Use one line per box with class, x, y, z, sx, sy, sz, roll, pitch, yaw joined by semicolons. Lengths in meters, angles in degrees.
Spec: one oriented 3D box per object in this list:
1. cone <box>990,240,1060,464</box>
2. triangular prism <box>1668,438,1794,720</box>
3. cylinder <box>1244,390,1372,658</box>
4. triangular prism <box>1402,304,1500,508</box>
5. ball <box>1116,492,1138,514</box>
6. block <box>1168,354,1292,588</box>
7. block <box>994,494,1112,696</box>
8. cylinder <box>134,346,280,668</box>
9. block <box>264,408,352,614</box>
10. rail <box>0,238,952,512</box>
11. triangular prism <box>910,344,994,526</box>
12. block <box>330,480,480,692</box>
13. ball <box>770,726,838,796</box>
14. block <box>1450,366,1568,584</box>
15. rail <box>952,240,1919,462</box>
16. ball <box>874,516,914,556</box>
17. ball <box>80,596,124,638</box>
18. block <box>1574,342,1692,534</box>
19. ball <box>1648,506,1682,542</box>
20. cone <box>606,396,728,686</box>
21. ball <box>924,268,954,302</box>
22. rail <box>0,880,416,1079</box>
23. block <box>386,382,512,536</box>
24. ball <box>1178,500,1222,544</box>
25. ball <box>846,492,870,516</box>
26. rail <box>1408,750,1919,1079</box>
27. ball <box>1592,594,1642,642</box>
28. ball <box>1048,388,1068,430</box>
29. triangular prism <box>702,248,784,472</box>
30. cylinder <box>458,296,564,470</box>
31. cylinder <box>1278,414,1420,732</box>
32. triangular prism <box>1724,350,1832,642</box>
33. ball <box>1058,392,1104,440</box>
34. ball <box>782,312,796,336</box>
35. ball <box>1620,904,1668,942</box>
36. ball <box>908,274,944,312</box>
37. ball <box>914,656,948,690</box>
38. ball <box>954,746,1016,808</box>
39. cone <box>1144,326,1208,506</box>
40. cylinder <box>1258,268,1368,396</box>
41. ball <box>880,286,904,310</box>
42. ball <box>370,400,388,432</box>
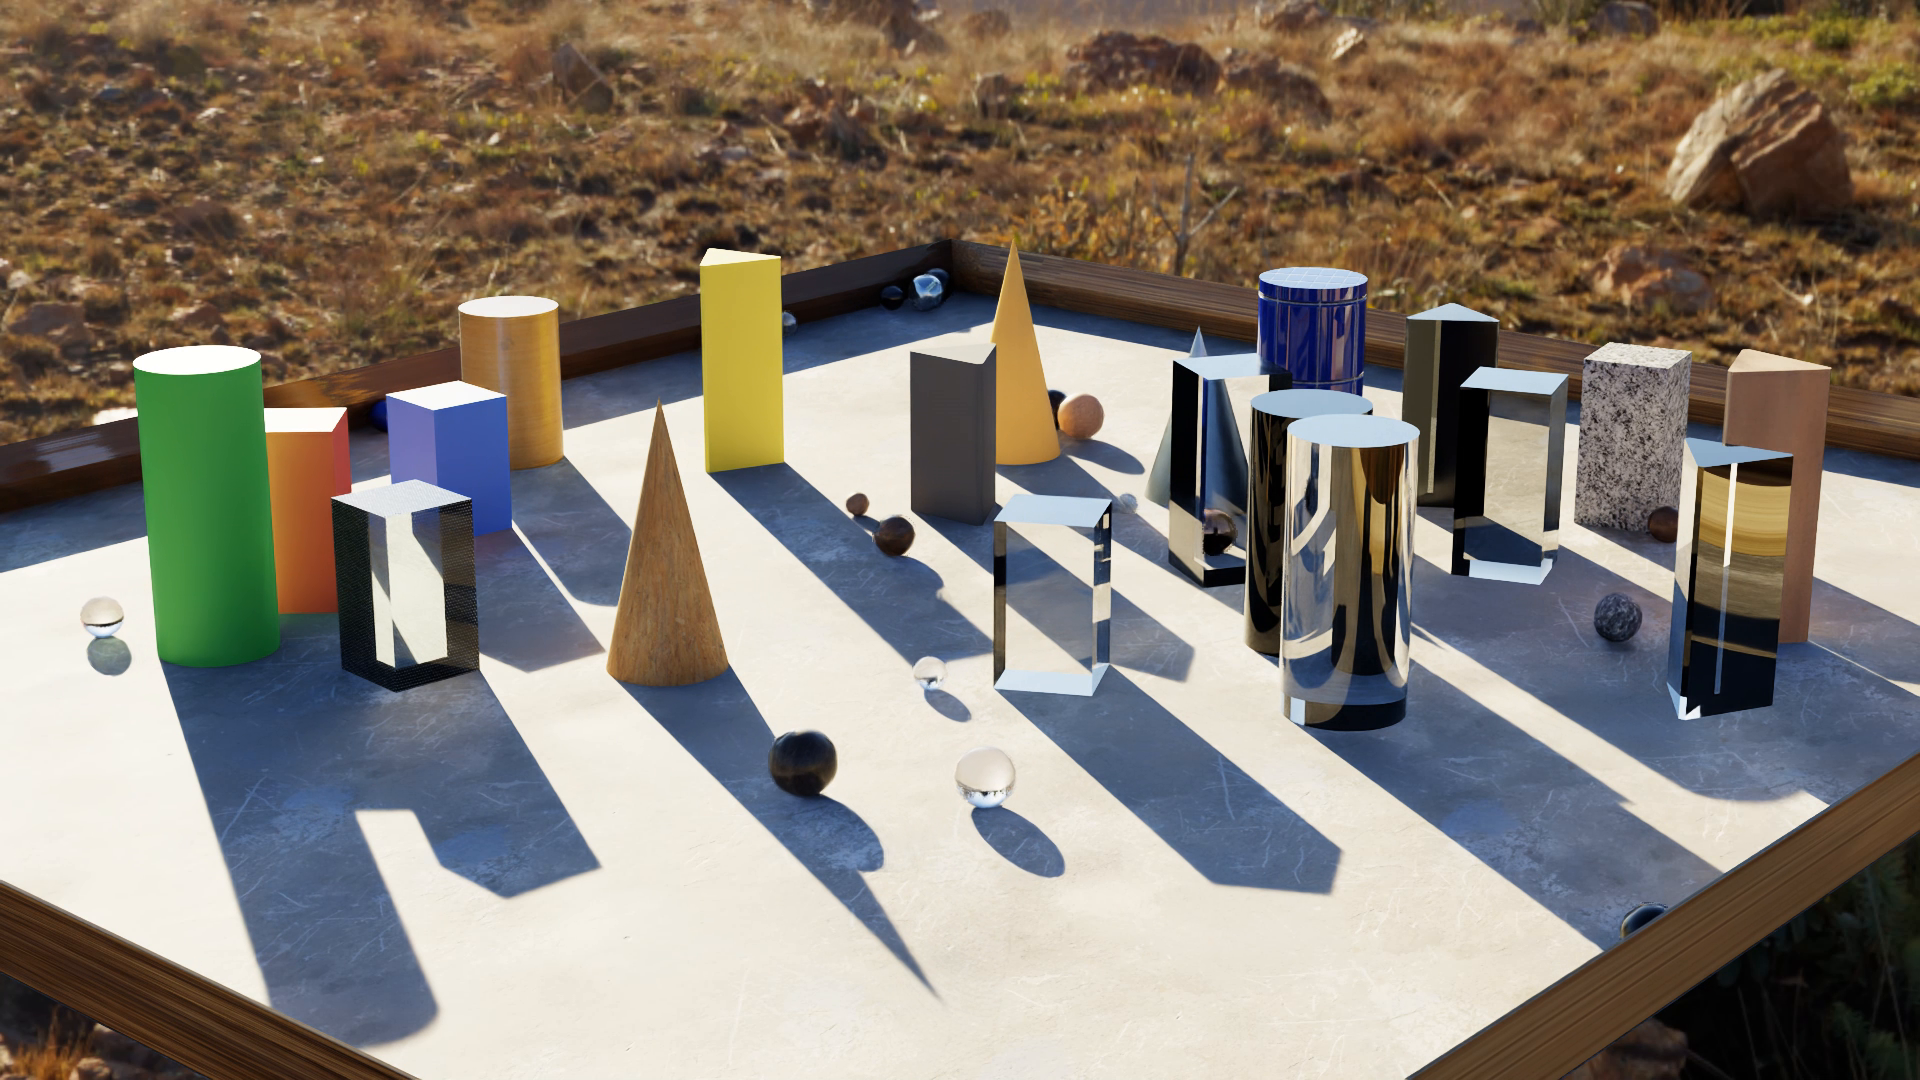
cone;0.109;-0.399;5.994;0.200;0.454;0.200;0;17;0
triangular prism;1.166;0.054;4.575;0.173;0.405;0.150;-7;18;-22
cylinder;0.573;-0.027;4.838;0.200;0.408;0.200;0;17;0
triangular prism;0.947;-0.262;5.686;0.173;0.370;0.150;2;17;8
ball;0.321;-0.071;5.622;0.040;0.040;0.040;0;17;0
block;0.479;-0.125;5.216;0.160;0.378;0.160;-6;18;-18
block;0.148;0.086;4.689;0.160;0.278;0.160;4;17;12
cylinder;-1.229;-0.056;4.793;0.200;0.490;0.200;0;17;0
block;-1.143;-0.052;5.068;0.160;0.322;0.160;-1;17;-2
rail;-1.284;-0.289;6.187;0.045;0.130;3.903;14;22;39
triangular prism;0.019;-0.210;5.607;0.173;0.314;0.150;13;21;38
block;-0.891;0.072;4.717;0.160;0.289;0.160;-15;23;-41
ball;-0.225;0.319;4.223;0.100;0.100;0.100;0;17;0
block;0.983;-0.117;5.243;0.160;0.347;0.160;7;18;21
rail;1.264;-0.387;6.513;3.449;0.130;0.045;14;22;39
ball;-0.119;-0.008;5.352;0.075;0.075;0.075;0;17;0
ball;-1.436;0.128;4.909;0.071;0.071;0.071;0;17;0
block;1.273;-0.194;5.549;0.160;0.318;0.160;9;19;28
ball;1.310;-0.029;5.437;0.068;0.068;0.068;0;17;0
cone;-0.477;-0.012;4.711;0.200;0.453;0.200;0;17;0
ball;-0.060;-0.647;7.452;0.088;0.088;0.088;0;17;0
rail;-1.264;0.452;3.726;3.449;0.130;0.045;14;22;39
block;-0.957;-0.147;5.499;0.160;0.257;0.160;-15;22;-41
ball;0.443;-0.033;5.425;0.081;0.081;0.081;0;17;0
ball;-0.196;-0.070;5.610;0.045;0.045;0.045;0;17;0
rail;1.284;0.354;4.052;0.045;0.130;3.903;14;22;39
ball;1.095;0.130;4.885;0.080;0.080;0.080;0;17;0
ball;0.193;-0.276;6.218;0.089;0.089;0.089;0;17;0
triangular prism;-0.470;-0.370;5.949;0.173;0.423;0.150;-9;19;-28
cylinder;-0.913;-0.321;5.972;0.200;0.317;0.200;0;17;0
cylinder;0.597;0.049;4.514;0.200;0.450;0.200;0;17;0
triangular prism;1.320;-0.073;4.888;0.173;0.467;0.150;-2;17;-7
ball;0.254;-0.260;6.148;0.099;0.099;0.099;0;17;0
ball;-0.426;-0.521;7.082;0.060;0.060;0.060;0;17;0
ball;0.867;0.495;3.677;0.077;0.077;0.077;0;17;0
ball;-0.085;-0.620;7.357;0.092;0.092;0.092;0;17;0
ball;-0.047;0.212;4.659;0.054;0.054;0.054;0;17;0
ball;0.035;0.338;4.179;0.089;0.089;0.089;0;17;0
cone;0.461;-0.251;5.700;0.200;0.340;0.200;0;17;0
cylinder;0.655;-0.260;5.500;0.200;0.472;0.200;0;17;0
ball;-0.172;-0.608;7.367;0.062;0.062;0.062;0;17;0
ball;-1.215;-0.262;6.207;0.069;0.069;0.069;0;17;0
